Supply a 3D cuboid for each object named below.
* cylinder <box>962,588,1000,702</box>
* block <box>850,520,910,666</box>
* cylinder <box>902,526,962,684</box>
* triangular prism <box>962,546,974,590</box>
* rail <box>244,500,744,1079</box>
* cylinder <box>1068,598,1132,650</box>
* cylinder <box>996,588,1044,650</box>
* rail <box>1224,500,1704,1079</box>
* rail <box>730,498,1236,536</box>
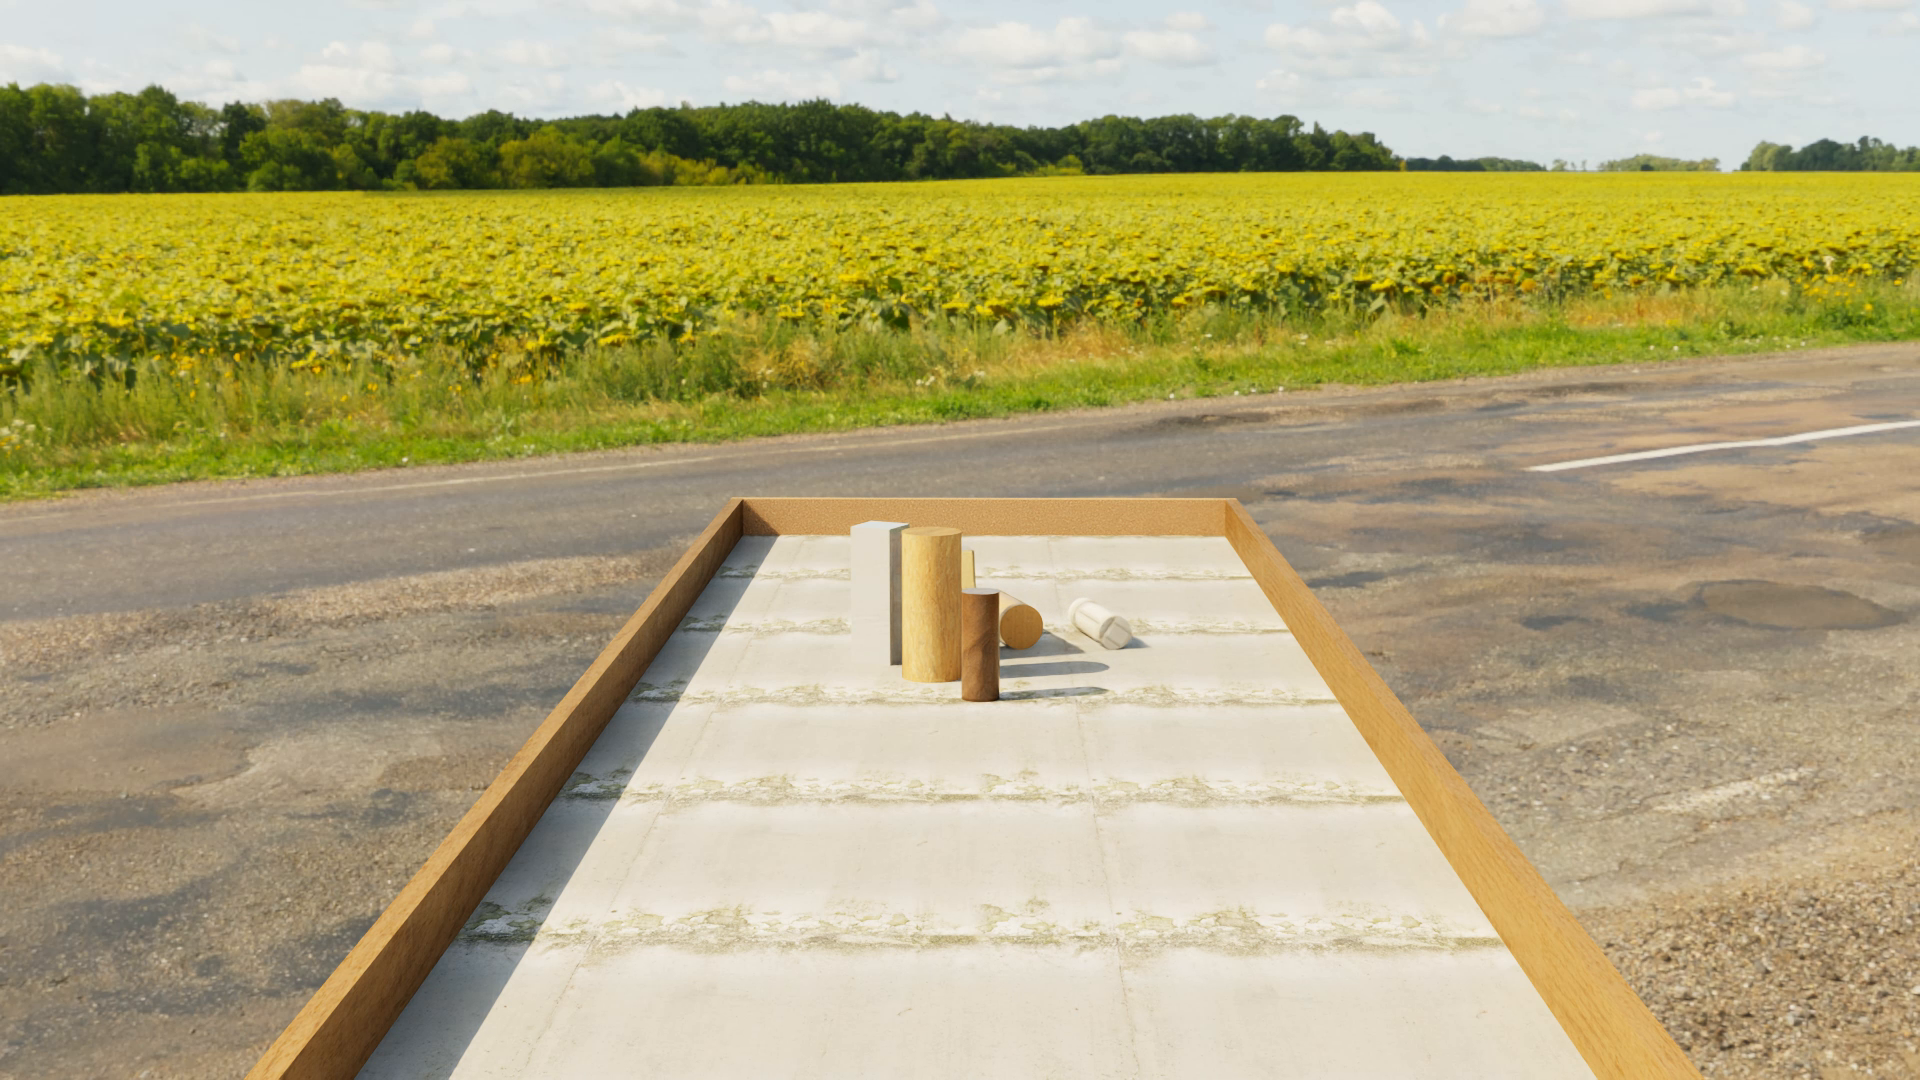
[{"bbox_3d":[0.057,0.294,6.175,0.108,0.307,0.108,0,9,0],"label":"cylinder"},{"bbox_3d":[-0.241,0.160,6.673,0.132,0.415,0.132,4,10,26],"label":"block"},{"bbox_3d":[-0.083,0.188,6.440,0.176,0.433,0.176,0,9,0],"label":"cylinder"},{"bbox_3d":[0.002,0.189,6.752,0.148,0.330,0.128,0,6,22],"label":"triangular prism"},{"bbox_3d":[-1.004,0.839,3.234,0.050,0.150,12.000,0,9,1],"label":"rail"},{"bbox_3d":[0.443,0.265,7.004,0.104,0.104,0.338,-2,9,-14],"label":"cylinder"},{"bbox_3d":[0.146,0.249,6.990,0.142,0.142,0.306,-3,9,-18],"label":"cylinder"},{"bbox_3d":[1.046,0.843,3.208,0.050,0.150,12.000,0,9,1],"label":"rail"},{"bbox_3d":[0.099,-0.098,9.147,2.100,0.150,0.050,0,9,1],"label":"rail"}]
